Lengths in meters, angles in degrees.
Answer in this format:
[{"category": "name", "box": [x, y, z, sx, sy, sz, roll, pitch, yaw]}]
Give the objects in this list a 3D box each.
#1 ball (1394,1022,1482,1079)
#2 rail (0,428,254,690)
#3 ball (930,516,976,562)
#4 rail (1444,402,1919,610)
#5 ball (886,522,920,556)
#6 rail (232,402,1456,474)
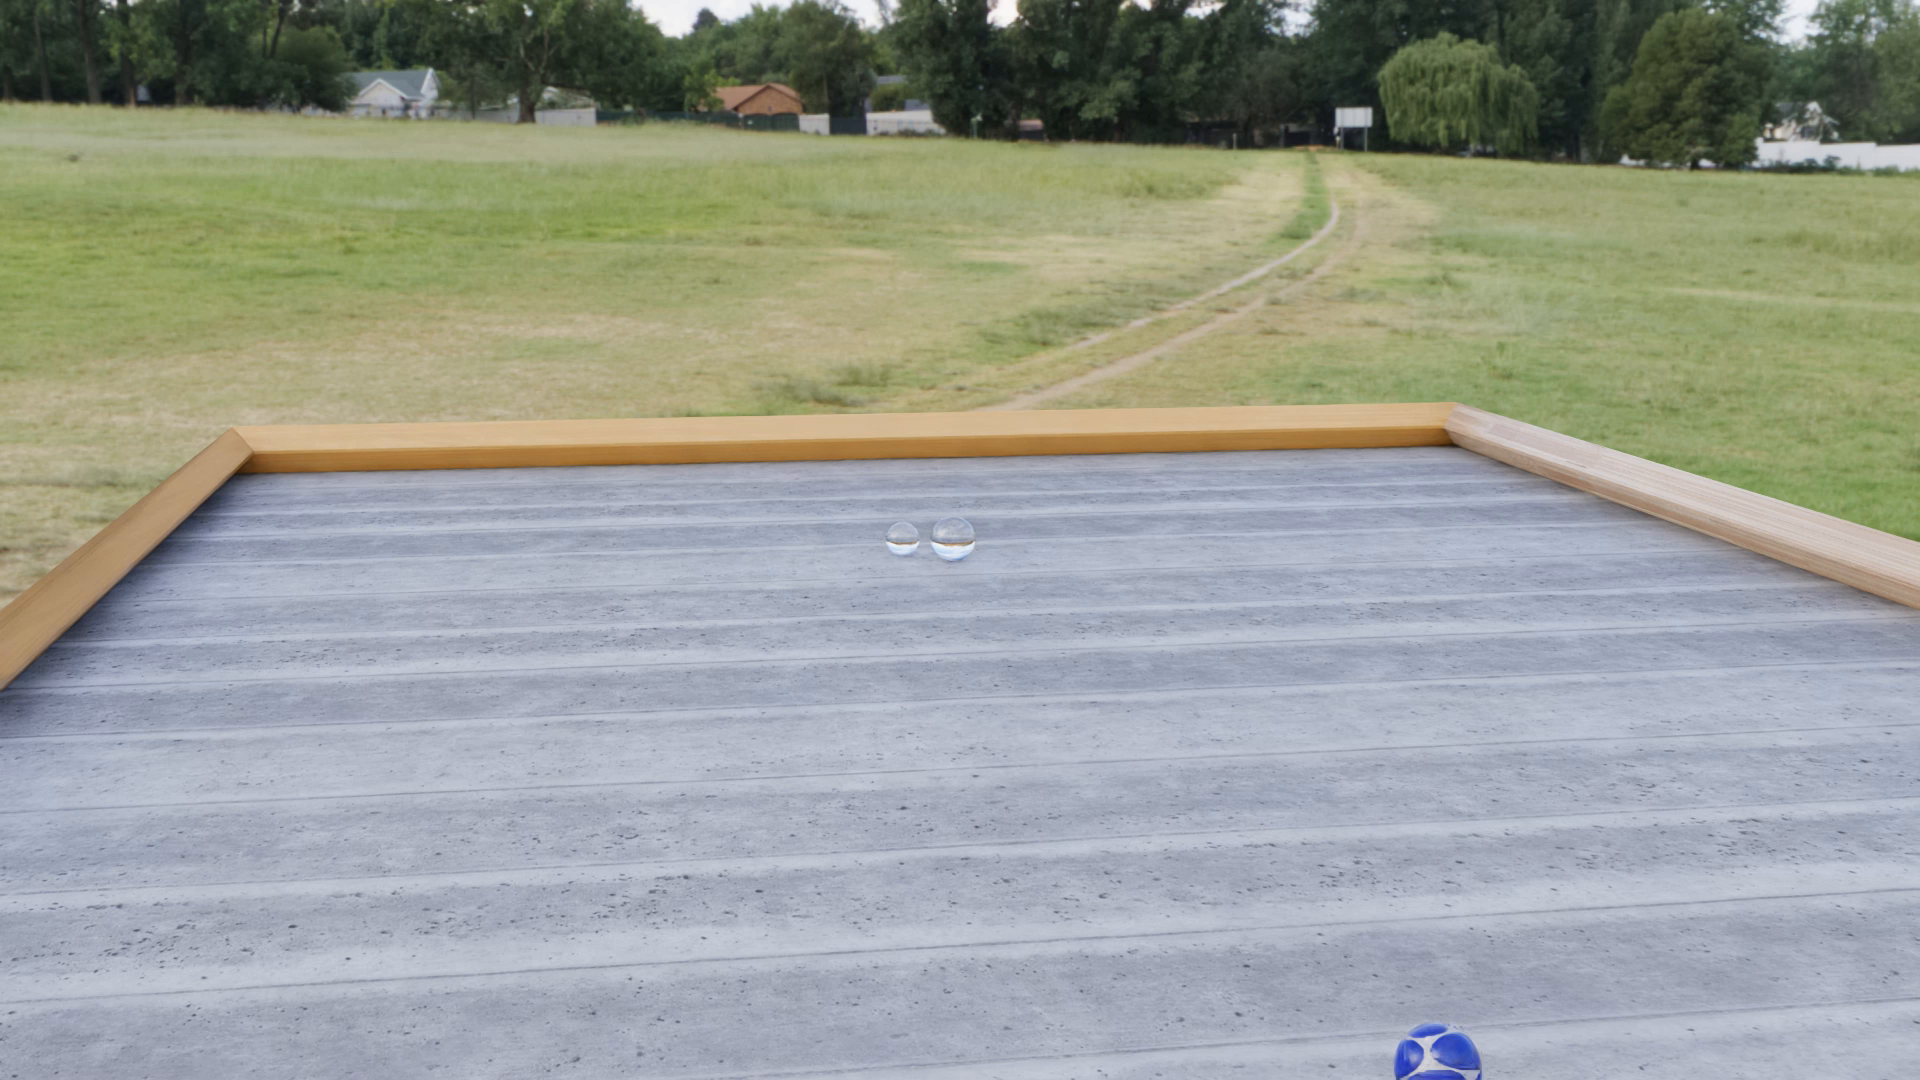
[{"category": "ball", "box": [0.315, 0.348, 1.452, 0.057, 0.057, 0.057, 0, 10, 0]}, {"category": "rail", "box": [-1.017, 0.213, 2.095, 0.045, 0.090, 4.377, -2, 10, -9]}, {"category": "ball", "box": [-0.011, -0.002, 3.344, 0.069, 0.069, 0.069, 0, 10, 0]}, {"category": "rail", "box": [1.371, 0.143, 2.480, 0.045, 0.090, 4.377, -2, 10, -9]}, {"category": "ball", "box": [-0.088, -0.002, 3.386, 0.052, 0.052, 0.052, 0, 10, 0]}, {"category": "rail", "box": [-0.173, -0.204, 4.389, 2.467, 0.090, 0.045, -2, 10, -9]}]
